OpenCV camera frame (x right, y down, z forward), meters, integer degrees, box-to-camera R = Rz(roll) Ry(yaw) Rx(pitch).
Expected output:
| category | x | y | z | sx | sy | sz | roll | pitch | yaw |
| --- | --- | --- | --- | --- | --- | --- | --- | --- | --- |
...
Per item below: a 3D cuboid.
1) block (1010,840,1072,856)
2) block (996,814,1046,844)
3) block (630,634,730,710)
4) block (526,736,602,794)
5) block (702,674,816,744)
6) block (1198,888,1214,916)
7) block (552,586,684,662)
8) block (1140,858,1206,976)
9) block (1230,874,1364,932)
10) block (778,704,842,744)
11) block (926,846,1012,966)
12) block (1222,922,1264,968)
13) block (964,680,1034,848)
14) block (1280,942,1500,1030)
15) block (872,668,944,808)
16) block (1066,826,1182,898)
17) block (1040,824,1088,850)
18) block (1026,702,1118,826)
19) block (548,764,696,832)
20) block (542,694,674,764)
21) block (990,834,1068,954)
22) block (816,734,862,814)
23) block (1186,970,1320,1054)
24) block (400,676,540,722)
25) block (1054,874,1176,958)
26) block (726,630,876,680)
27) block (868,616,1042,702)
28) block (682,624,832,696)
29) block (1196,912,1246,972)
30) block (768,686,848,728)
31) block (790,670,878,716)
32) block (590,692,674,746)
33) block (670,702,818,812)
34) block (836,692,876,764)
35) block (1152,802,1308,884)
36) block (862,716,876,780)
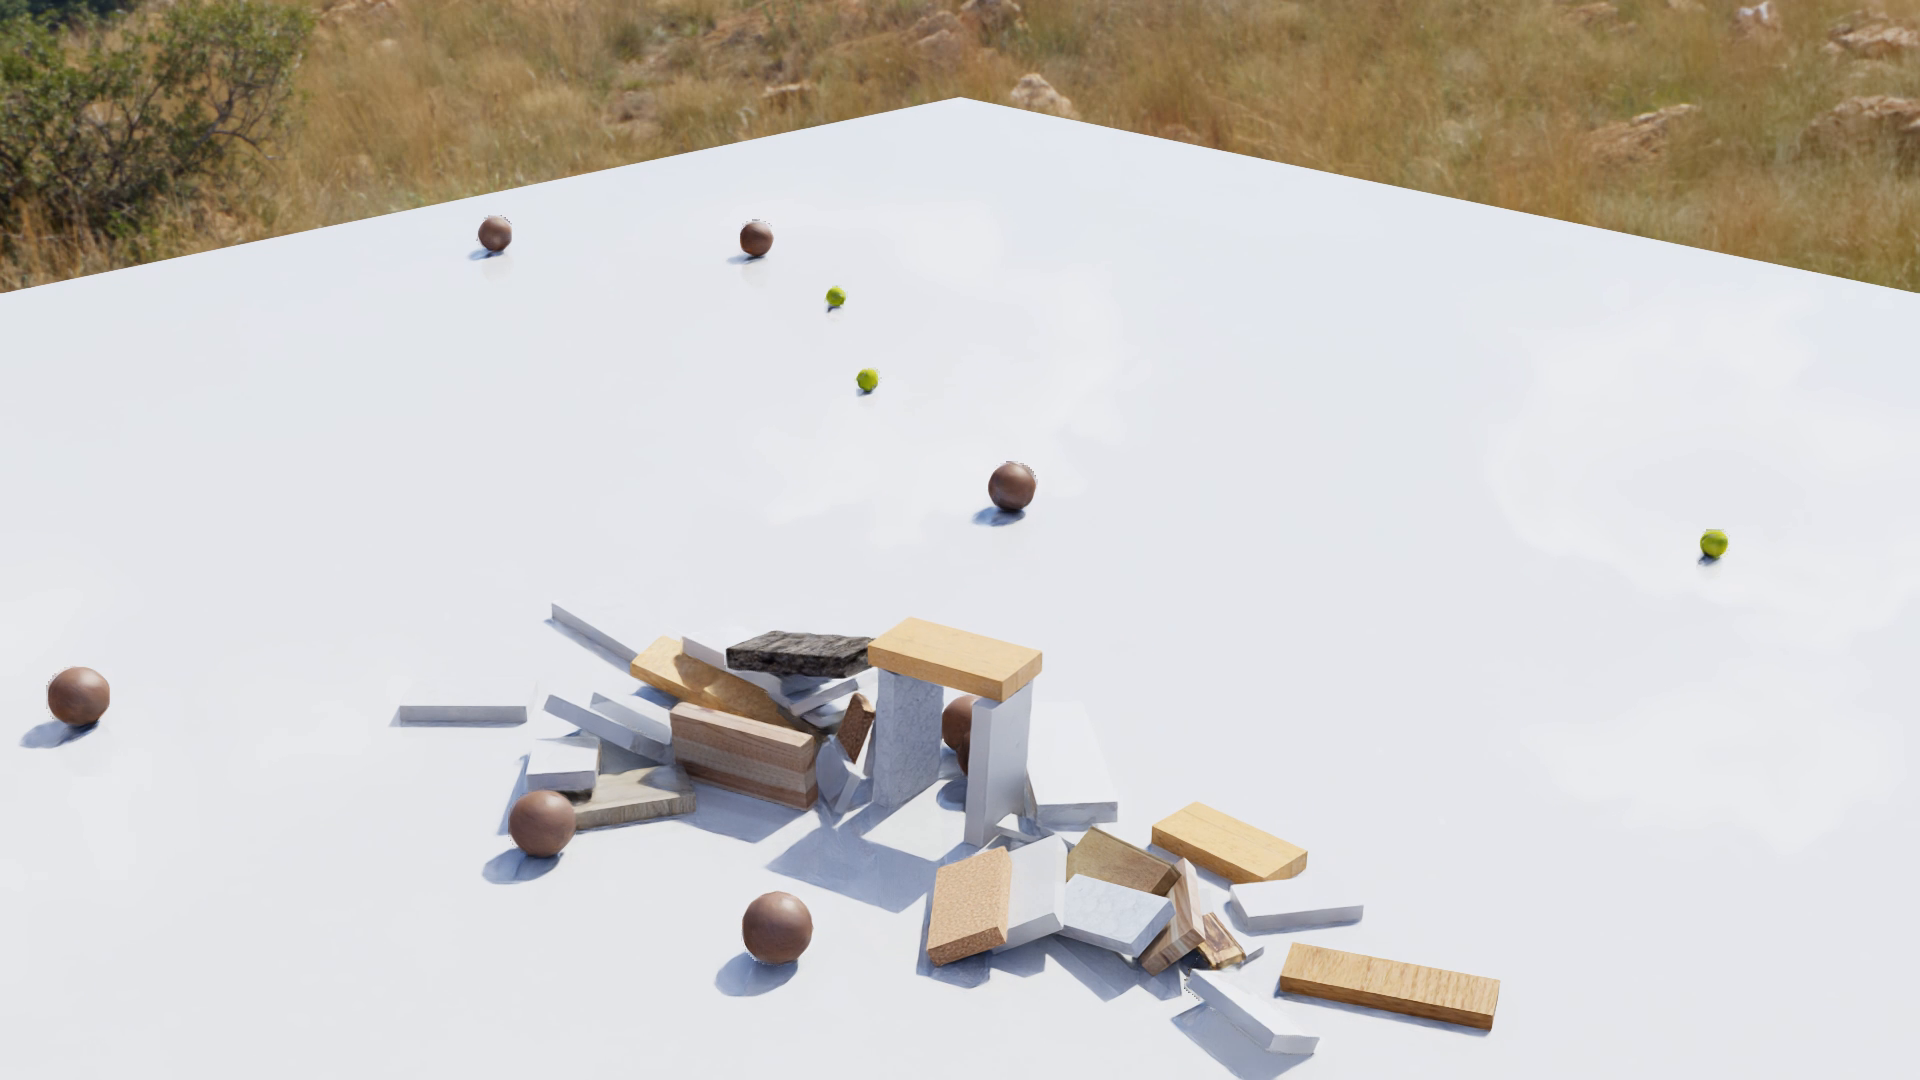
| category | x | y | z | sx | sy | sz | roll | pitch | yaw |
| --- | --- | --- | --- | --- | --- | --- | --- | --- | --- |
| block | 0.164 | 0.608 | 4.305 | 0.121 | 0.017 | 0.060 | 21 | 30 | 40 |
| block | 0.137 | 0.574 | 4.340 | 0.121 | 0.017 | 0.060 | 13 | 23 | 27 |
| block | -0.590 | 0.306 | 4.901 | 0.260 | 0.037 | 0.130 | 23 | 35 | 16 |
| block | -0.817 | 0.461 | 4.545 | 0.137 | 0.039 | 0.274 | -3 | 10 | -7 |
| block | -0.418 | 0.373 | 4.769 | 0.260 | 0.037 | 0.130 | 27 | 33 | 27 |
| block | 0.436 | 0.692 | 4.046 | 0.063 | 0.018 | 0.127 | -8 | 30 | 3 |
| block | -0.746 | 0.234 | 5.159 | 0.140 | 0.040 | 0.576 | -19 | 29 | -37 |
| block | 0.381 | 0.686 | 4.012 | 0.119 | 0.034 | 0.238 | -39 | 17 | 16 |
| block | 0.630 | 0.679 | 4.120 | 0.223 | 0.032 | 0.112 | -4 | 23 | -10 |
| block | -0.299 | 0.389 | 4.712 | 0.090 | 0.025 | 0.179 | -19 | 39 | -42 |
| block | 0.020 | 0.673 | 4.058 | 0.138 | 0.039 | 0.276 | -21 | 20 | 12 |
| block | 0.486 | 0.733 | 4.011 | 0.063 | 0.018 | 0.127 | -20 | 30 | -38 |
| block | 0.076 | 0.435 | 4.334 | 0.044 | 0.311 | 0.156 | 18 | 28 | 28 |
| block | 0.756 | 0.784 | 3.872 | 0.368 | 0.032 | 0.112 | 8 | 24 | 17 |
| block | -0.103 | 0.377 | 4.471 | 0.044 | 0.311 | 0.156 | 23 | 32 | 35 |
| block | 0.294 | 0.626 | 4.125 | 0.119 | 0.034 | 0.238 | -48 | 34 | -17 |
| block | 0.218 | 0.578 | 4.289 | 0.060 | 0.017 | 0.121 | -15 | 27 | -38 |
| block | 0.209 | 0.456 | 4.561 | 0.159 | 0.045 | 0.536 | -2 | 17 | -4 |
| block | -0.688 | 0.523 | 4.476 | 0.279 | 0.040 | 0.140 | -7 | 24 | -16 |
| block | -0.744 | 0.402 | 4.667 | 0.275 | 0.039 | 0.137 | 18 | -8 | 37 |
| block | 0.125 | 0.656 | 4.093 | 0.138 | 0.039 | 0.276 | -23 | 19 | 13 |
| block | -0.256 | 0.480 | 4.514 | 0.025 | 0.089 | 0.177 | 18 | 15 | -25 |
| block | 0.500 | 0.806 | 3.766 | 0.112 | 0.032 | 0.223 | 13 | 11 | -38 |
| block | -1.087 | 0.353 | 4.878 | 0.279 | 0.040 | 0.140 | 0 | 23 | 1 |
| block | 0.265 | 0.681 | 3.998 | 0.238 | 0.034 | 0.119 | 7 | 41 | 48 |
| block | -0.323 | 0.242 | 4.667 | 0.319 | 0.045 | 0.159 | 2 | 13 | 35 |
| block | -0.010 | 0.233 | 4.351 | 0.311 | 0.044 | 0.156 | 14 | 26 | 29 |
| block | -0.450 | 0.261 | 4.838 | 0.137 | 0.039 | 0.367 | -12 | 21 | -40 |
| block | 0.456 | 0.722 | 3.954 | 0.063 | 0.018 | 0.127 | -19 | 31 | -14 |
| block | -0.321 | 0.346 | 4.714 | 0.090 | 0.025 | 0.179 | -17 | 31 | -40 |
| block | -0.260 | 0.319 | 4.582 | 0.177 | 0.025 | 0.089 | -25 | -5 | 29 |
| block | -0.662 | 0.388 | 4.734 | 0.260 | 0.037 | 0.130 | 19 | 5 | 38 |
| block | -0.443 | 0.444 | 4.507 | 0.319 | 0.159 | 0.045 | 12 | 31 | 26 |
| block | -0.229 | 0.415 | 4.561 | 0.025 | 0.177 | 0.089 | 16 | 16 | -24 |
| block | 0.524 | 0.600 | 4.297 | 0.276 | 0.039 | 0.138 | 21 | 31 | 40 |
| block | -0.143 | 0.407 | 4.560 | 0.090 | 0.179 | 0.025 | -10 | 35 | -35 |
